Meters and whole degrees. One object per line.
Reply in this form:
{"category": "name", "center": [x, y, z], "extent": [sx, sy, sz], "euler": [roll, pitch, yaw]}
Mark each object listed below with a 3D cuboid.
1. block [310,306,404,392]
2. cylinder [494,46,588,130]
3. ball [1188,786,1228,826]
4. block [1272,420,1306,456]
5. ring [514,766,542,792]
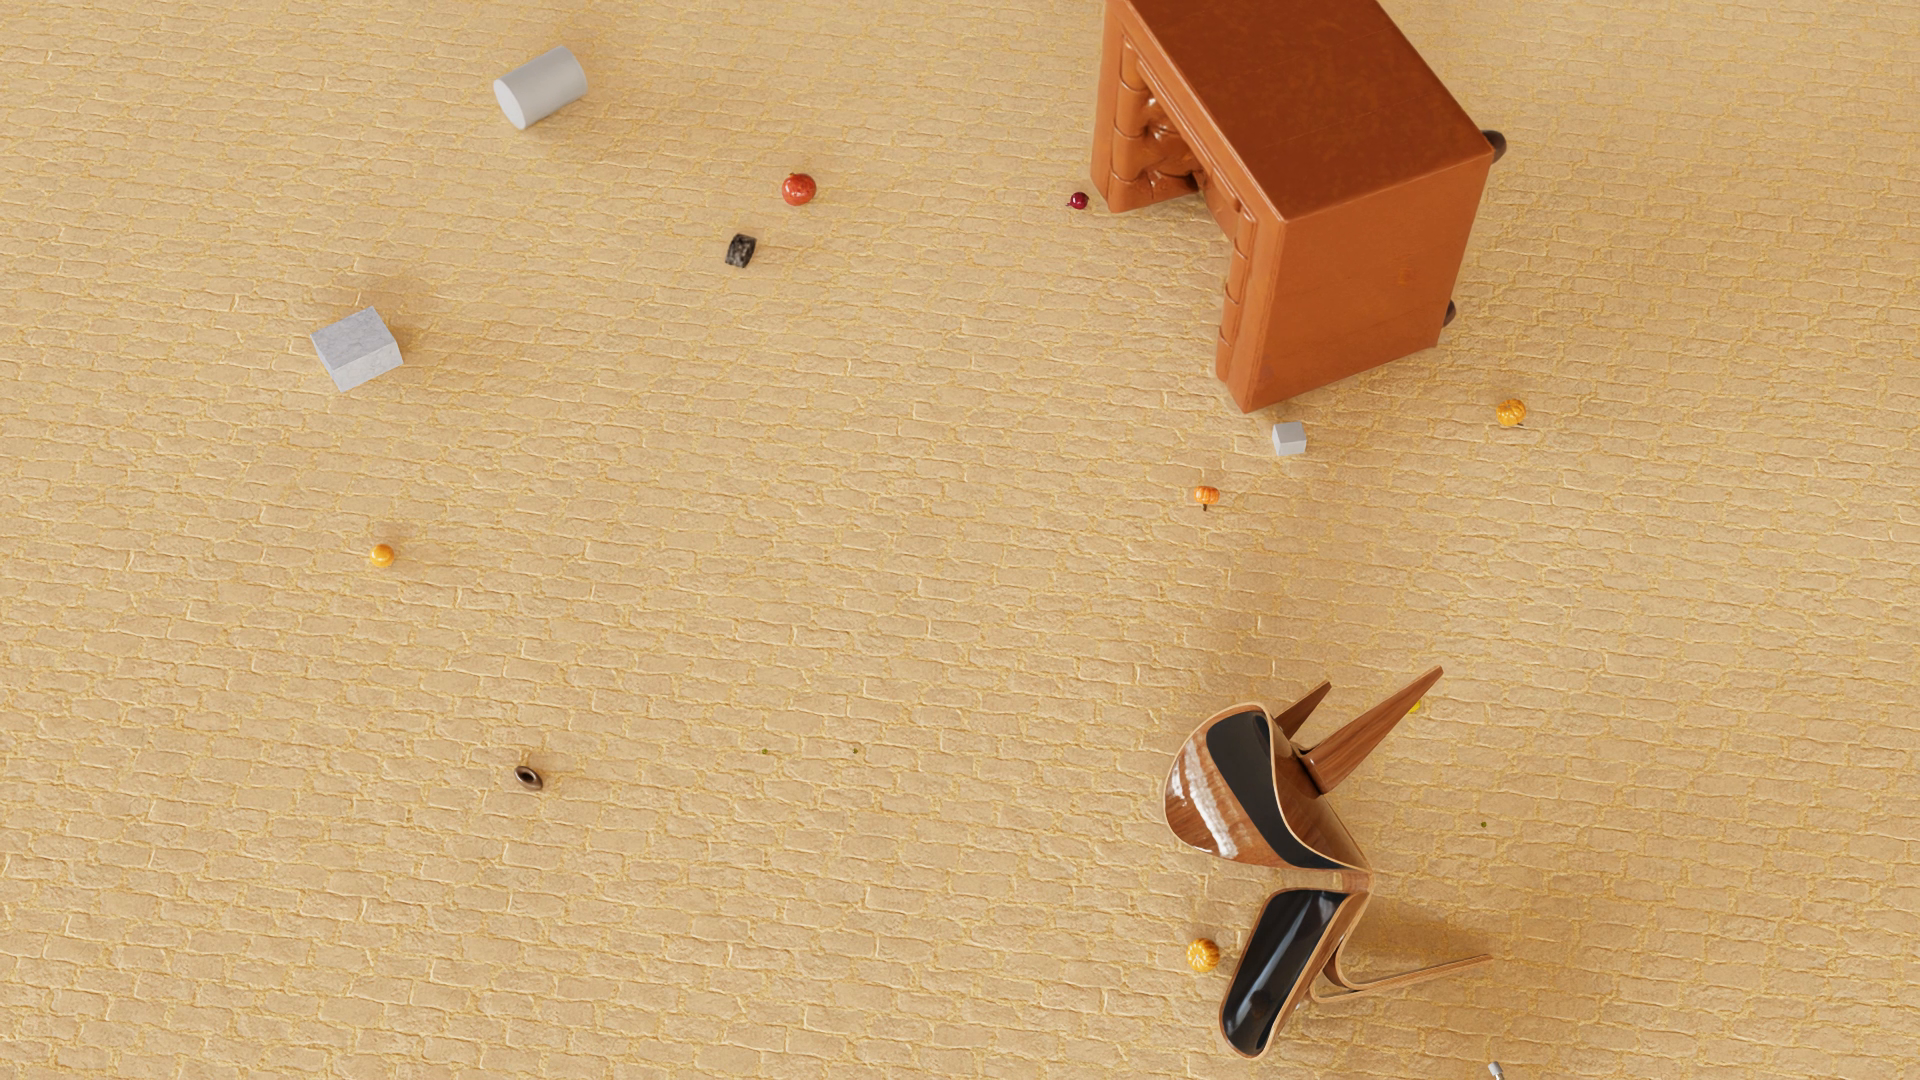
{"category": "block", "center": [-1.895, -0.600, 6.909], "extent": [0.213, 0.112, 0.173], "euler": [-29, 61, -18]}
{"category": "cylinder", "center": [-1.427, -1.541, 7.490], "extent": [0.257, 0.199, 0.183], "euler": [-34, 87, -21]}
{"category": "ball", "center": [0.680, 0.729, 6.019], "extent": [0.109, 0.109, 0.109], "euler": [0, 56, 0]}
{"category": "block", "center": [1.010, -0.311, 6.743], "extent": [0.084, 0.066, 0.075], "euler": [-8, 57, -6]}
{"category": "ring", "center": [-1.199, 0.662, 6.108], "extent": [0.101, 0.036, 0.053], "euler": [32, 64, 21]}
